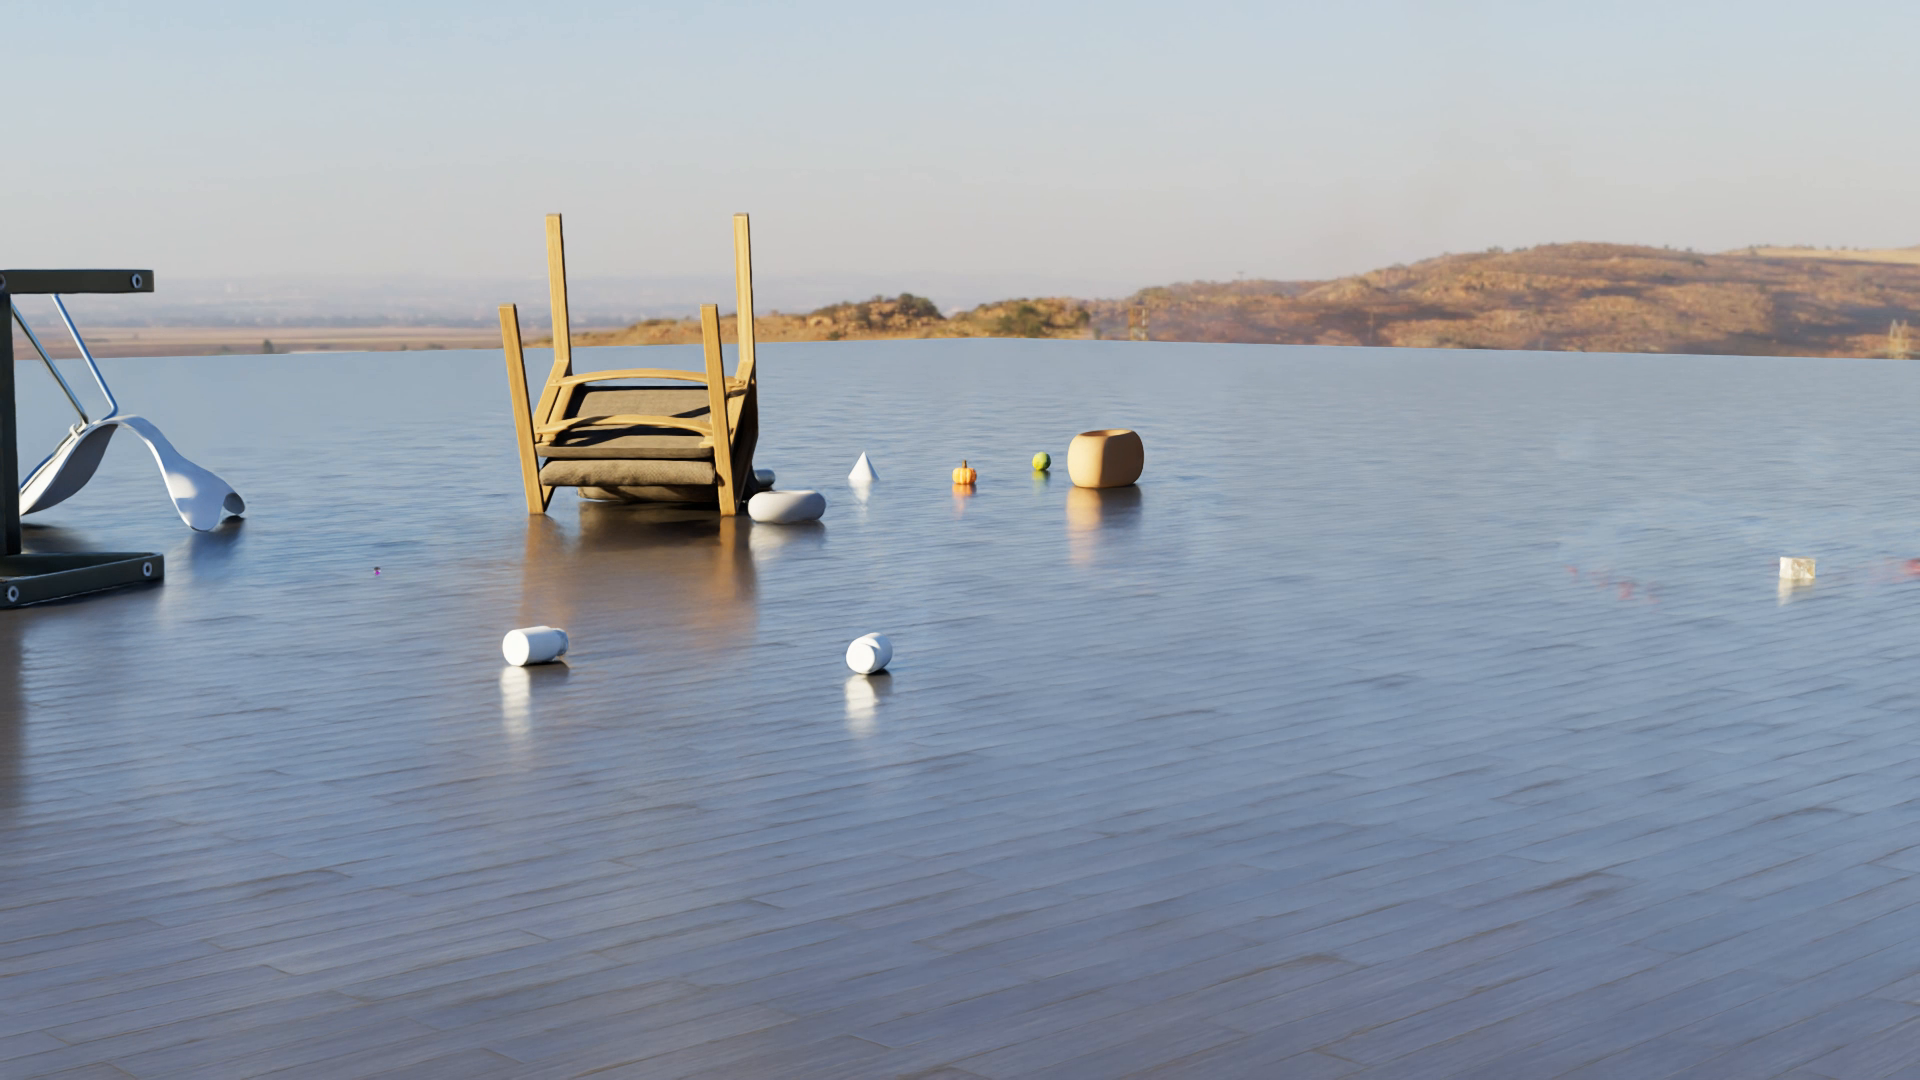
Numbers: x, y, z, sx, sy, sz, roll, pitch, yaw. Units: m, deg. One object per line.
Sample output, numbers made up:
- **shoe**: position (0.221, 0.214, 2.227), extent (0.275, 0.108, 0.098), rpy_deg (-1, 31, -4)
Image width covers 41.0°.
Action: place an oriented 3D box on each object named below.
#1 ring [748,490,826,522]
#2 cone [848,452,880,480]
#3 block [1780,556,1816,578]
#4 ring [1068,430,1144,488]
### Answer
- **ring**: position (-0.466, -0.090, 6.912), extent (0.241, 0.078, 0.125), rpy_deg (-4, 8, -39)
- **cone**: position (-0.314, -0.247, 8.388), extent (0.104, 0.087, 0.177), rpy_deg (-1, 6, -6)
- **block**: position (1.833, 0.060, 5.615), extent (0.060, 0.043, 0.041), rpy_deg (-2, 6, -16)
- **ring**: position (0.464, -0.259, 8.143), extent (0.223, 0.164, 0.461), rpy_deg (0, 7, 17)
